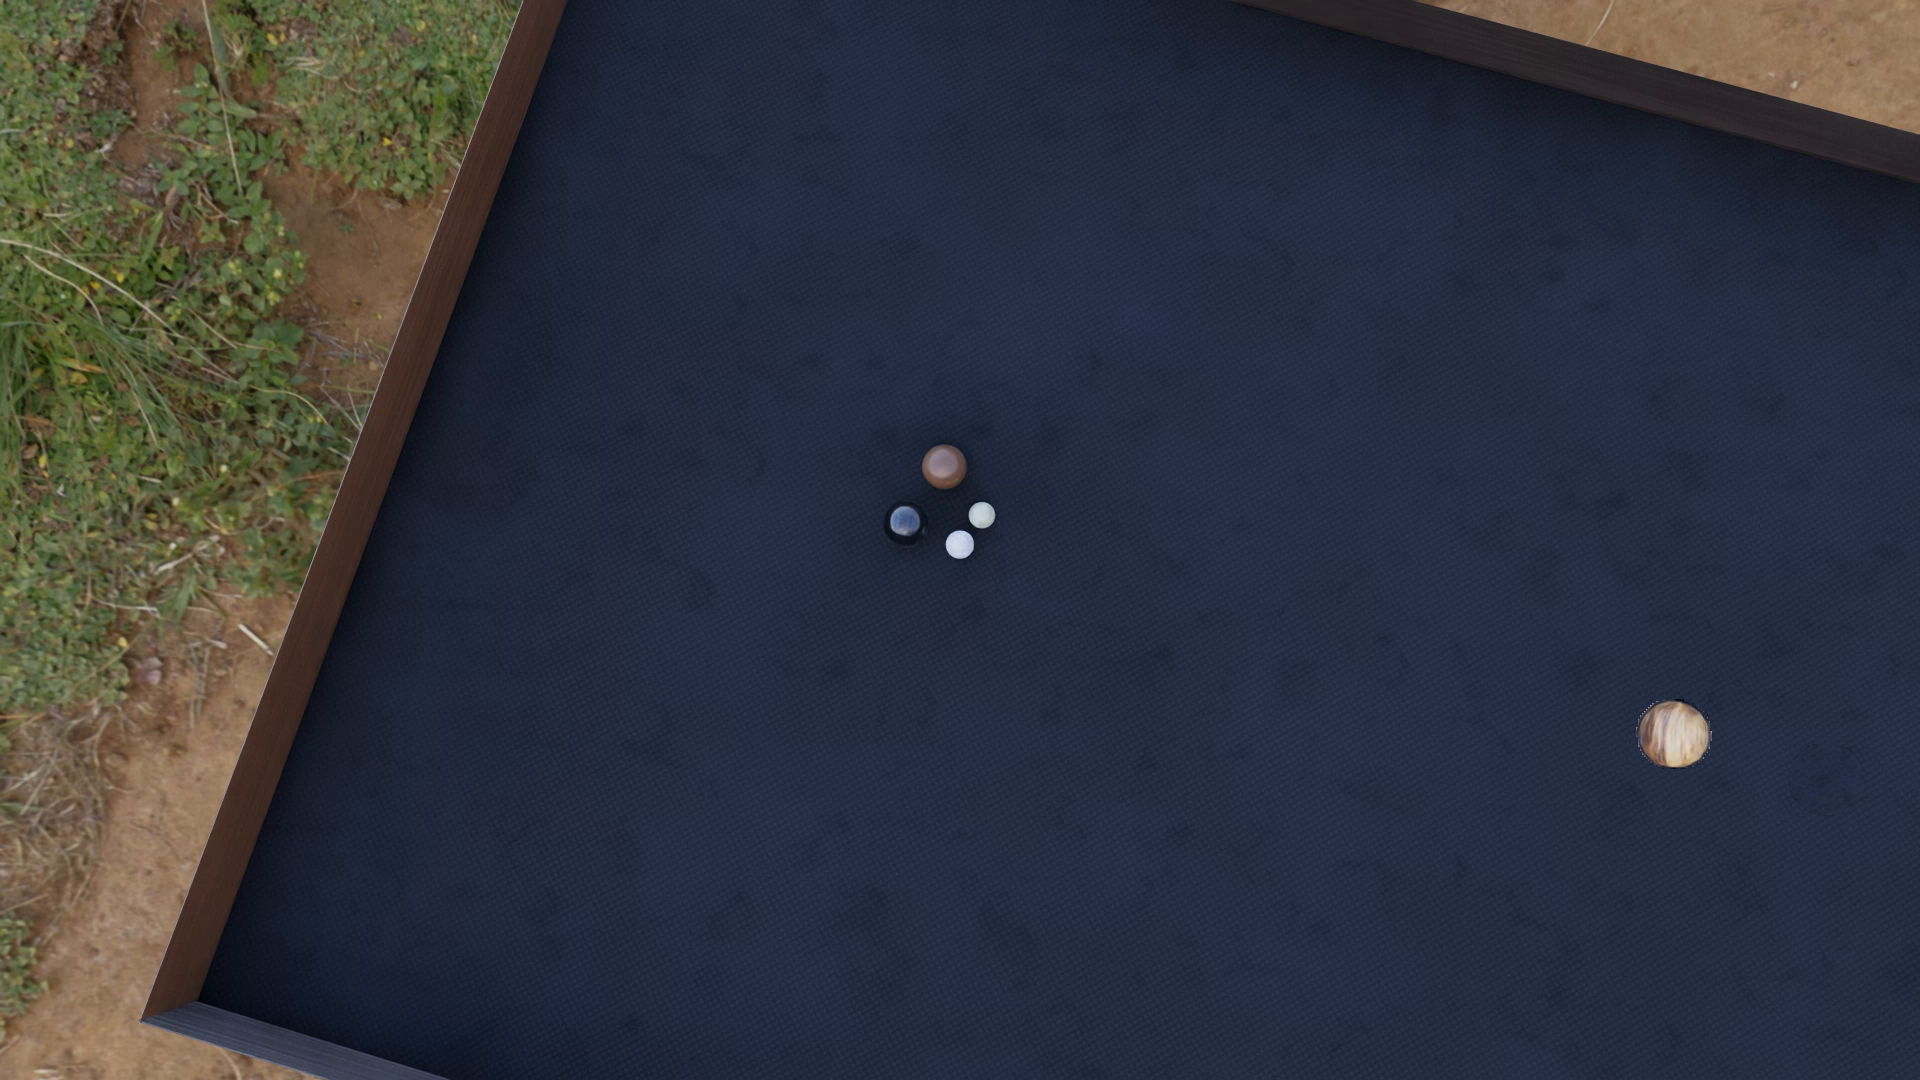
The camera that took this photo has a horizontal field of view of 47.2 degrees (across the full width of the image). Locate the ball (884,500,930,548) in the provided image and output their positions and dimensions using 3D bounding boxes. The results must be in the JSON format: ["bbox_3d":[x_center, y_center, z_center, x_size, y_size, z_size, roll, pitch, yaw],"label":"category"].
[{"bbox_3d":[-0.081,-0.024,3.337,0.070,0.070,0.070,0,76,0],"label":"ball"}]

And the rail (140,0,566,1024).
[{"bbox_3d":[-0.837,-0.249,3.361,0.045,0.128,2.026,16,77,4],"label":"rail"}]

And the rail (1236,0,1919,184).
[{"bbox_3d":[1.140,-0.684,3.469,3.587,0.128,0.045,16,77,4],"label":"rail"}]

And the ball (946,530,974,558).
[{"bbox_3d":[0.000,0.007,3.343,0.044,0.044,0.044,0,76,0],"label":"ball"}]

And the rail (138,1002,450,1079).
[{"bbox_3d":[0.580,1.159,3.014,3.587,0.128,0.045,16,77,4],"label":"rail"}]

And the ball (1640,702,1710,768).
[{"bbox_3d":[1.054,0.287,3.245,0.099,0.099,0.099,0,76,0],"label":"ball"}]

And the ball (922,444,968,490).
[{"bbox_3d":[-0.024,-0.112,3.359,0.069,0.069,0.069,0,76,0],"label":"ball"}]

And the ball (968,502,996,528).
[{"bbox_3d":[0.033,-0.038,3.355,0.041,0.041,0.041,0,76,0],"label":"ball"}]
